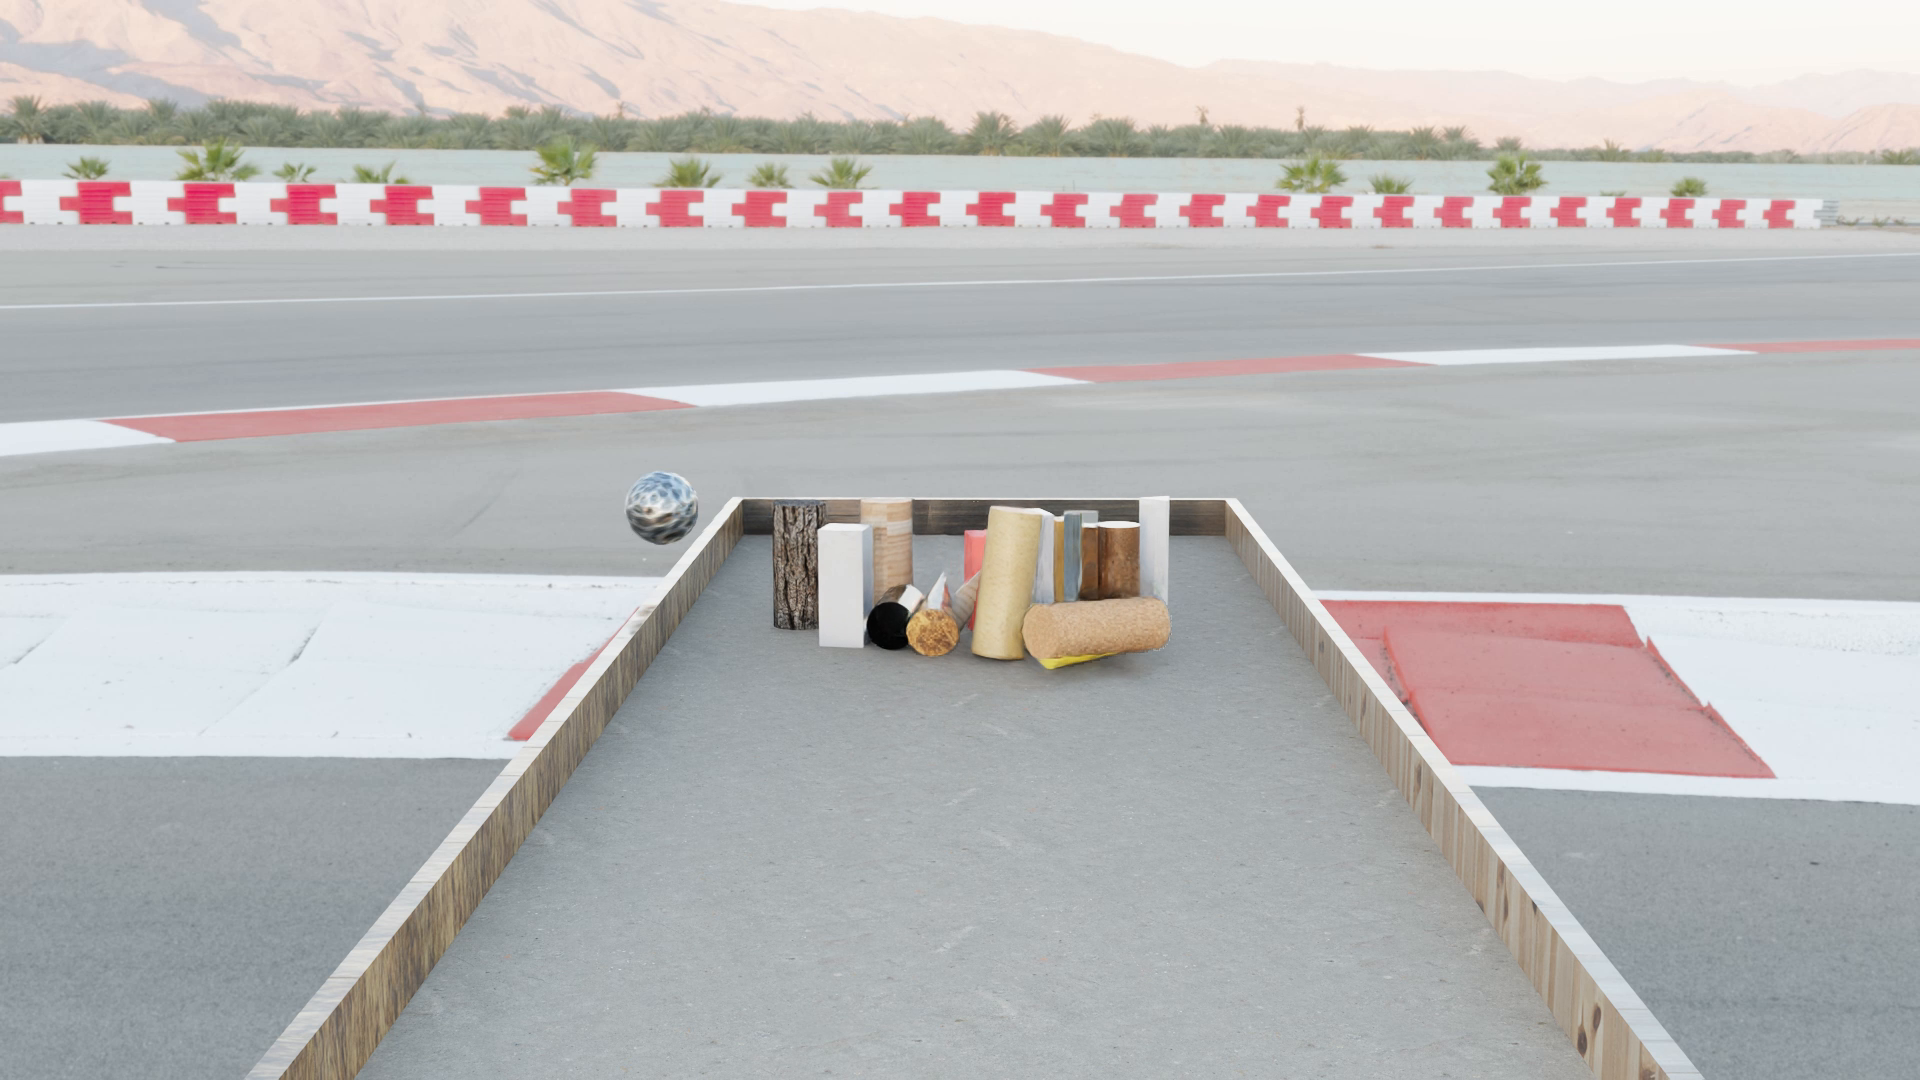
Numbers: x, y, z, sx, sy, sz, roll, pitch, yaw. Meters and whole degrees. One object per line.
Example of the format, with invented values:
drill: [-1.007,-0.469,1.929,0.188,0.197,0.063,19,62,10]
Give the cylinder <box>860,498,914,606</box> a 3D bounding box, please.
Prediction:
cylinder: [-0.239,0.074,7.216,0.169,0.407,0.169,0,6,0]

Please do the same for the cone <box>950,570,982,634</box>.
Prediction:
cone: [0.081,0.120,7.049,0.440,0.114,0.114,-49,31,-18]

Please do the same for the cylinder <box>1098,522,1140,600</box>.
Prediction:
cylinder: [0.496,0.138,6.929,0.141,0.378,0.141,0,9,0]

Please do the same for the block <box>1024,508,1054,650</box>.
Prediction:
block: [0.199,0.121,6.906,0.150,0.420,0.150,-3,9,-16]

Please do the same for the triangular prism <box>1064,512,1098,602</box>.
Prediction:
triangular prism: [0.356,0.136,6.730,0.090,0.443,0.104,3,5,34]

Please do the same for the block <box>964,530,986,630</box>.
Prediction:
block: [0.088,0.130,7.194,0.126,0.311,0.126,-1,9,-9]

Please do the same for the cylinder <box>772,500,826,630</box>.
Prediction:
cylinder: [-0.526,0.079,7.210,0.175,0.407,0.175,0,9,0]

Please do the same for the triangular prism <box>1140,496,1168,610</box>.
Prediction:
triangular prism: [0.655,0.072,7.196,0.108,0.425,0.094,7,11,37]

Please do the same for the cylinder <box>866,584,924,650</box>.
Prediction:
cylinder: [-0.199,0.243,6.985,0.154,0.154,0.310,1,9,6]

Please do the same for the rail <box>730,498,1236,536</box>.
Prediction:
rail: [0.099,-0.098,9.147,2.100,0.150,0.050,0,9,1]

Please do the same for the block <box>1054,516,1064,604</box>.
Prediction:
block: [0.356,0.108,7.180,0.104,0.359,0.104,-2,9,-10]

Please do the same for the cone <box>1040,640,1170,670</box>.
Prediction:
cone: [0.456,0.321,6.683,0.448,0.113,0.113,-3,9,-31]

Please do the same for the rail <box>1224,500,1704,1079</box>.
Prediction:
rail: [1.046,0.843,3.208,0.050,0.150,12.000,0,9,1]

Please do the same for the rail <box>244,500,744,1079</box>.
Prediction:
rail: [-1.004,0.839,3.234,0.050,0.150,12.000,0,9,1]

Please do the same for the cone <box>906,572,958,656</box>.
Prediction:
cone: [-0.068,0.193,6.929,0.158,0.158,0.454,1,24,4]

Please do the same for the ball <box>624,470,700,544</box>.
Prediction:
ball: [-0.991,-0.107,7.310,0.246,0.246,0.246,0,9,0]

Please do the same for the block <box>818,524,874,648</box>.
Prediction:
block: [-0.359,0.142,6.930,0.142,0.370,0.142,1,9,11]

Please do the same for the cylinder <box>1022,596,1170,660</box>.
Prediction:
cylinder: [0.408,0.259,6.532,0.444,0.160,0.160,-3,9,-39]

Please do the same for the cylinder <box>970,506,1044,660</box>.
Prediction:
cylinder: [0.143,0.130,6.707,0.164,0.446,0.164,7,6,-1]
